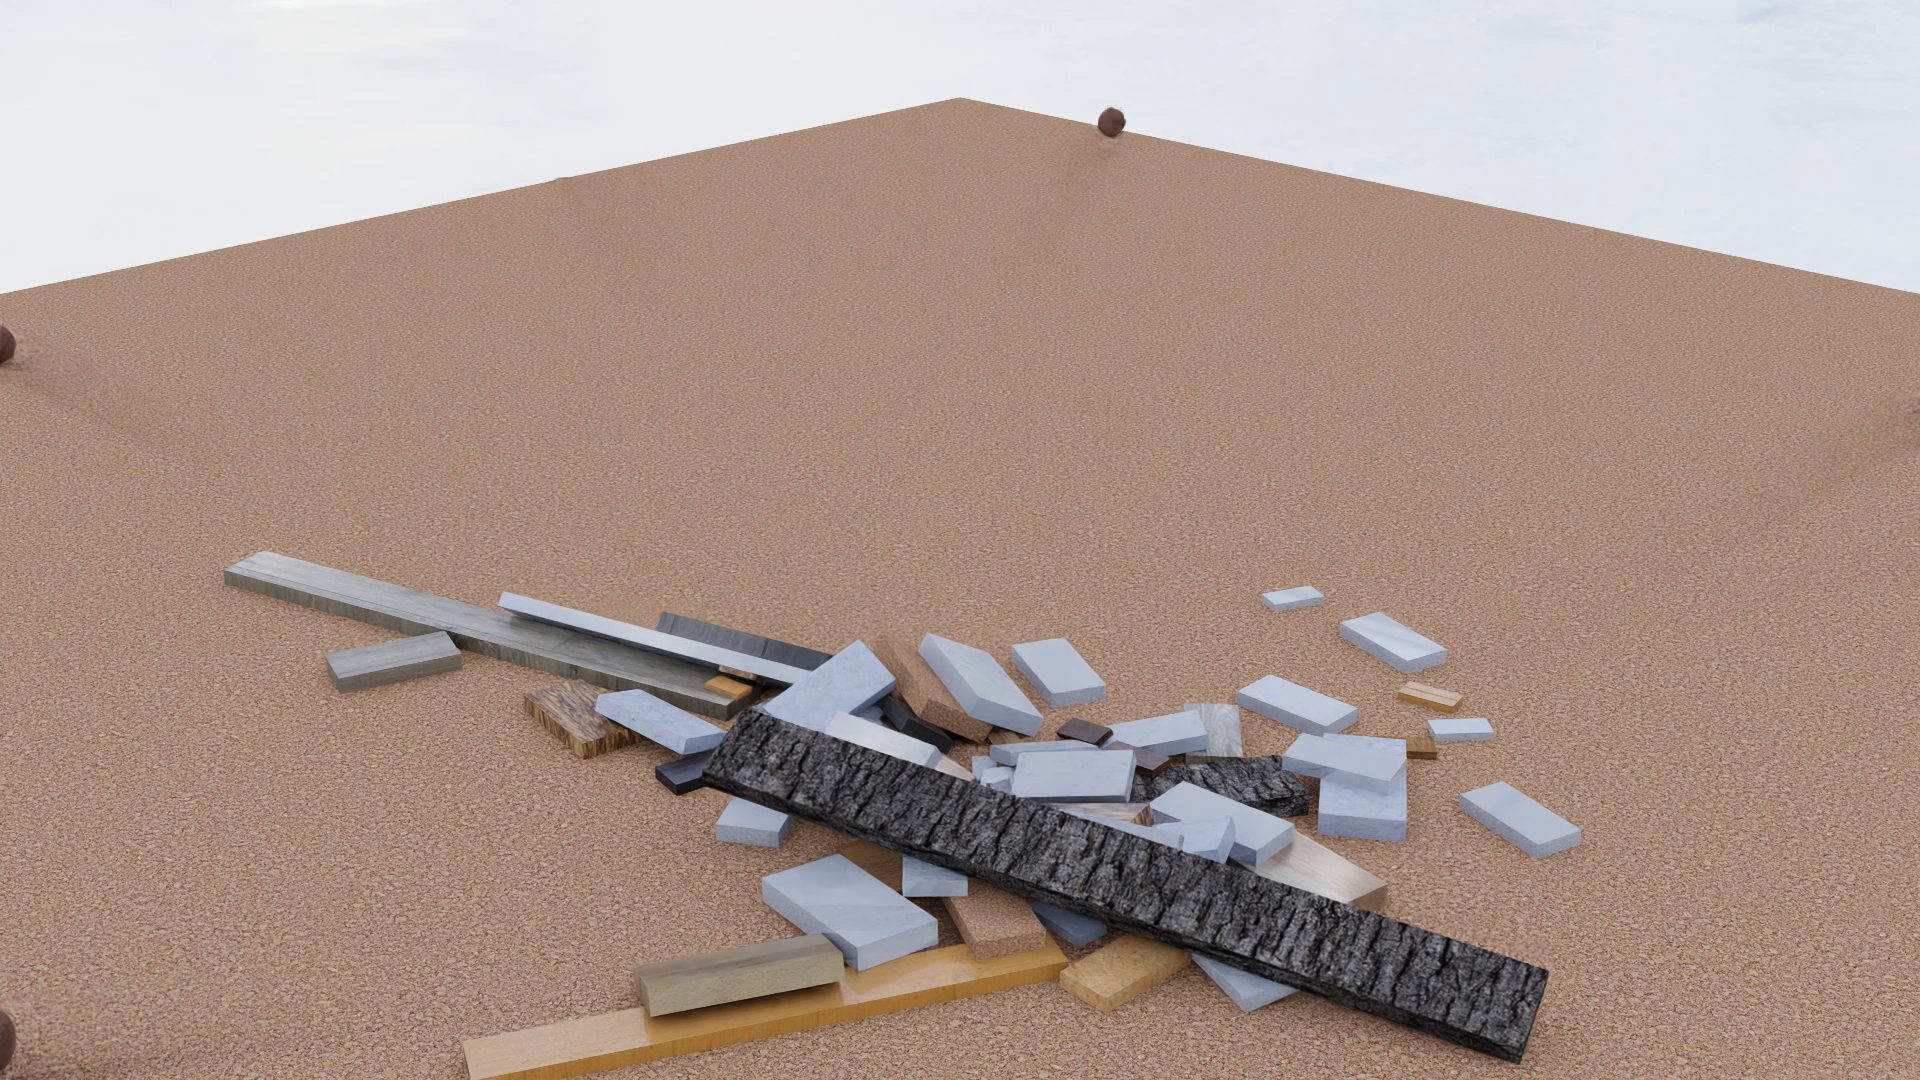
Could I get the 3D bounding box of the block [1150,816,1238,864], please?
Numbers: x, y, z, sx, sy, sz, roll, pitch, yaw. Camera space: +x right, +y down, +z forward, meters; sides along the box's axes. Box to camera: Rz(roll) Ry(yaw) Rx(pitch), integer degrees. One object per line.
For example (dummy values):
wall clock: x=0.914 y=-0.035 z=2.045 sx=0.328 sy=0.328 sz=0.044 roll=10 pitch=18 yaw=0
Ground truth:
block: x=0.365 y=0.591 z=4.175 sx=0.296 sy=0.042 sz=0.148 roll=-10 pitch=15 yaw=21

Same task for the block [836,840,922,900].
block: x=-0.147 y=0.634 z=4.229 sx=0.101 sy=0.029 sz=0.203 roll=-13 pitch=26 yaw=-27

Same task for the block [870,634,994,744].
block: x=-0.065 y=0.324 z=4.830 sx=0.170 sy=0.048 sz=0.340 roll=25 pitch=11 yaw=-28

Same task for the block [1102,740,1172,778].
block: x=0.360 y=0.453 z=4.546 sx=0.137 sy=0.019 sz=0.068 roll=16 pitch=26 yaw=36

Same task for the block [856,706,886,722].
block: x=-0.209 y=0.389 z=4.786 sx=0.063 sy=0.018 sz=0.127 roll=16 pitch=18 yaw=15

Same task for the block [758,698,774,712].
block: x=-0.396 y=0.358 z=4.830 sx=0.092 sy=0.013 sz=0.046 roll=-8 pitch=15 yaw=33

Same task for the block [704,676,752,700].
block: x=-0.513 y=0.327 z=4.871 sx=0.096 sy=0.014 sz=0.048 roll=16 pitch=28 yaw=33

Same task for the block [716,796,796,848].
block: x=-0.390 y=0.534 z=4.454 sx=0.130 sy=0.037 sz=0.260 roll=5 pitch=24 yaw=12

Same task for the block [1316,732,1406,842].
block: x=0.826 y=0.504 z=4.510 sx=0.172 sy=0.049 sz=0.344 roll=4 pitch=23 yaw=10

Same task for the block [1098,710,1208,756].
block: x=0.399 y=0.422 z=4.669 sx=0.239 sy=0.034 sz=0.119 roll=-10 pitch=22 yaw=0

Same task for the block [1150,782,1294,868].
block: x=0.505 y=0.552 z=4.288 sx=0.261 sy=0.037 sz=0.131 roll=18 pitch=29 yaw=37

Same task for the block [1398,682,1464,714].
block: x=1.051 y=0.351 z=4.910 sx=0.129 sy=0.018 sz=0.064 roll=15 pitch=27 yaw=31

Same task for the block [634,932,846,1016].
block: x=-0.387 y=0.757 z=3.840 sx=0.340 sy=0.048 sz=0.170 roll=-8 pitch=4 yaw=-16

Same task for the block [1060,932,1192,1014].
block: x=0.296 y=0.763 z=3.923 sx=0.224 sy=0.032 sz=0.112 roll=-20 pitch=30 yaw=-39

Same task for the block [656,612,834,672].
block: x=-0.455 y=0.256 z=4.971 sx=0.452 sy=0.048 sz=0.170 roll=12 pitch=-14 yaw=27

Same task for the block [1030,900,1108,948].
block: x=0.197 y=0.704 z=4.077 sx=0.072 sy=0.020 sz=0.143 roll=-18 pitch=29 yaw=-36

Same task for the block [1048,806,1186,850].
block: x=0.257 y=0.593 z=4.098 sx=0.296 sy=0.148 sz=0.042 roll=9 pitch=-13 yaw=20

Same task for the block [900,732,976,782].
block: x=-0.083 y=0.469 z=4.532 sx=0.112 sy=0.032 sz=0.225 roll=-19 pitch=36 yaw=-38

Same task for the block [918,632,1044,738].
block: x=0.044 y=0.318 z=4.857 sx=0.170 sy=0.048 sz=0.340 roll=20 pitch=13 yaw=-27

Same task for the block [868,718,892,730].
block: x=-0.151 y=0.454 z=4.620 sx=0.112 sy=0.032 sz=0.225 roll=-18 pitch=35 yaw=-36

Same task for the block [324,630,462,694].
block: x=-1.301 y=0.280 z=5.051 sx=0.279 sy=0.040 sz=0.140 roll=-11 pitch=26 yaw=-25

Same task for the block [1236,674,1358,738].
block: x=0.743 y=0.367 z=4.852 sx=0.238 sy=0.034 sz=0.119 roll=21 pitch=31 yaw=40

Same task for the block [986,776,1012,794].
block: x=0.080 y=0.526 z=4.384 sx=0.052 sy=0.104 sz=0.015 roll=-15 pitch=18 yaw=-34

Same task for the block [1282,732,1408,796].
block: x=0.789 y=0.459 z=4.514 sx=0.227 sy=0.032 sz=0.113 roll=12 pitch=26 yaw=26

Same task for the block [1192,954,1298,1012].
block: x=0.495 y=0.749 z=3.924 sx=0.112 sy=0.032 sz=0.224 roll=-18 pitch=31 yaw=-21

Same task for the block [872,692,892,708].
block: x=-0.211 y=0.346 z=4.865 sx=0.127 sy=0.063 sz=0.018 roll=-13 pitch=26 yaw=-28

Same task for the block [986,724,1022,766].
block: x=0.120 y=0.465 z=4.644 sx=0.061 sy=0.017 sz=0.340 roll=-7 pitch=24 yaw=-17

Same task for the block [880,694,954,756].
block: x=-0.093 y=0.390 z=4.664 sx=0.112 sy=0.032 sz=0.225 roll=29 pitch=1 yaw=-16

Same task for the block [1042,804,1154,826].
block: x=0.212 y=0.563 z=4.271 sx=0.296 sy=0.042 sz=0.148 roll=-5 pitch=17 yaw=36

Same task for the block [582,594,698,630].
block: x=-0.769 y=0.196 z=5.251 sx=0.260 sy=0.037 sz=0.130 roll=13 pitch=26 yaw=27
